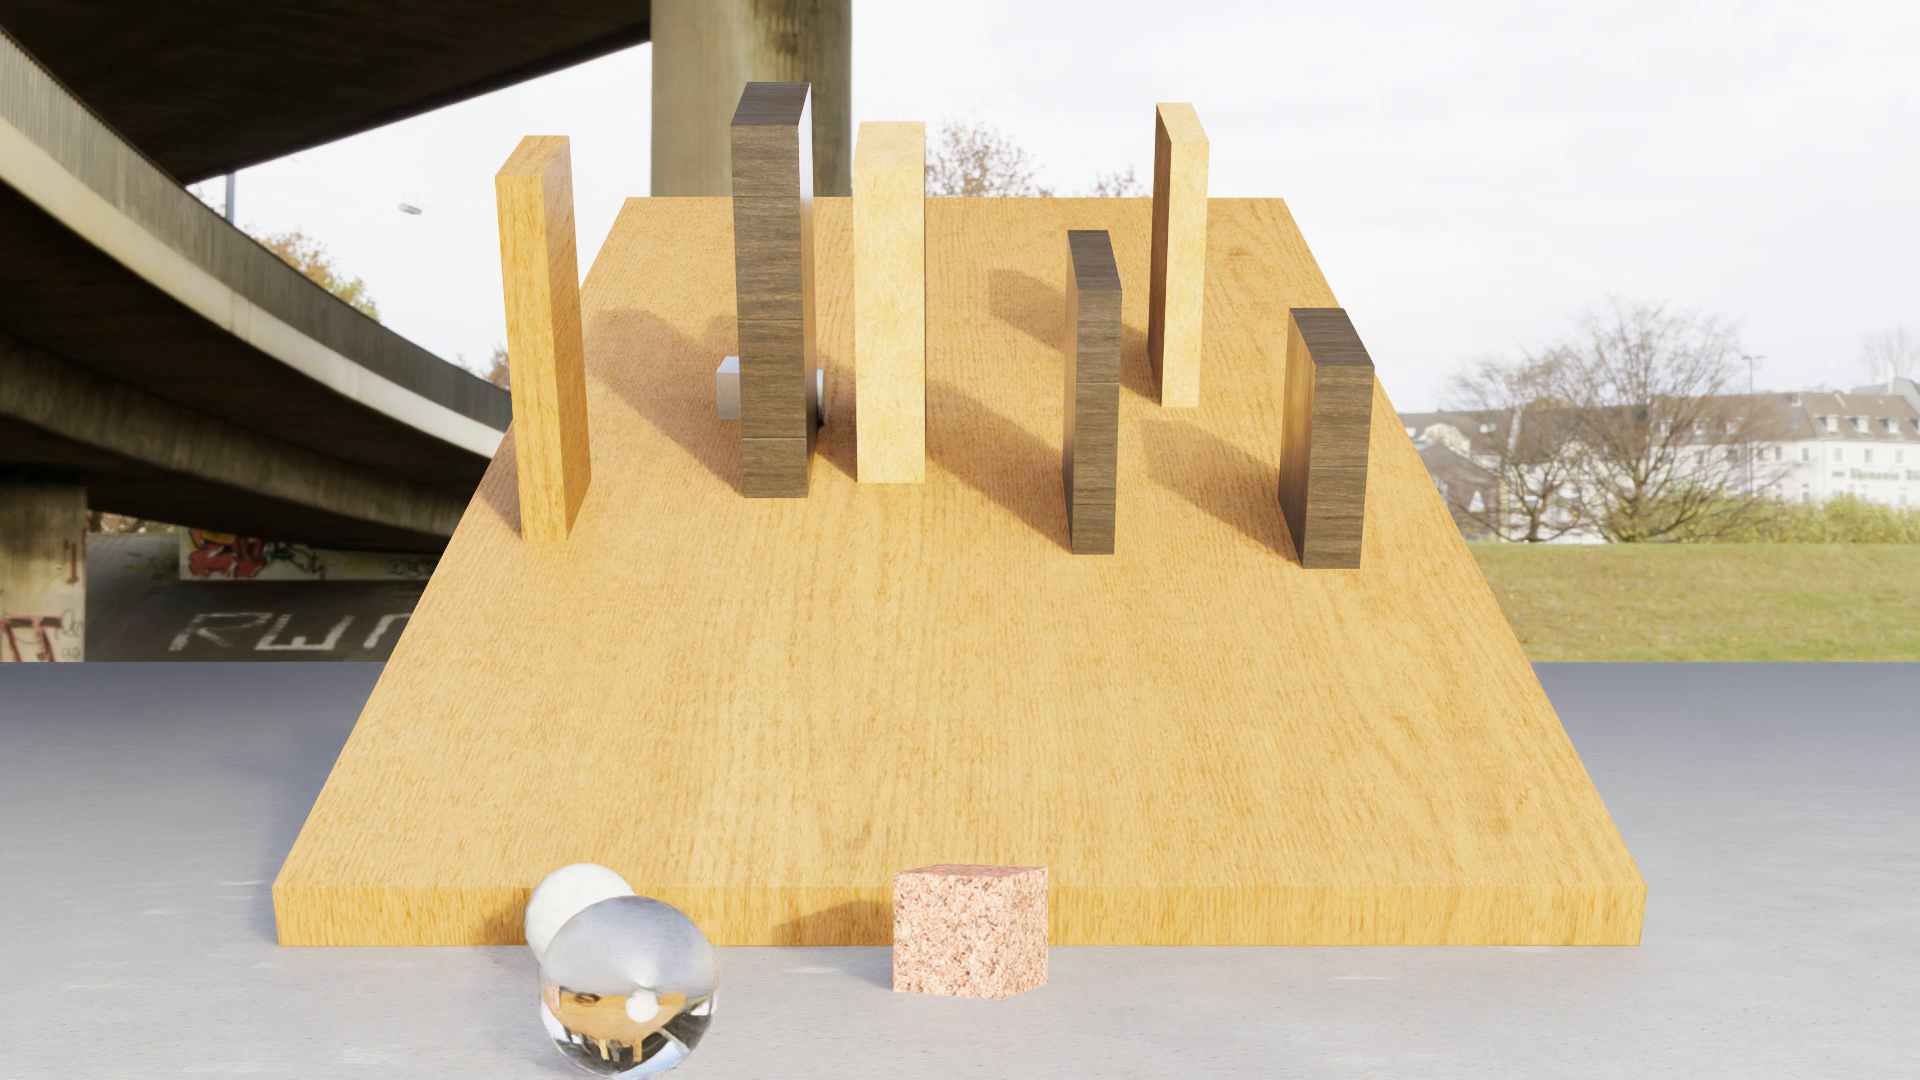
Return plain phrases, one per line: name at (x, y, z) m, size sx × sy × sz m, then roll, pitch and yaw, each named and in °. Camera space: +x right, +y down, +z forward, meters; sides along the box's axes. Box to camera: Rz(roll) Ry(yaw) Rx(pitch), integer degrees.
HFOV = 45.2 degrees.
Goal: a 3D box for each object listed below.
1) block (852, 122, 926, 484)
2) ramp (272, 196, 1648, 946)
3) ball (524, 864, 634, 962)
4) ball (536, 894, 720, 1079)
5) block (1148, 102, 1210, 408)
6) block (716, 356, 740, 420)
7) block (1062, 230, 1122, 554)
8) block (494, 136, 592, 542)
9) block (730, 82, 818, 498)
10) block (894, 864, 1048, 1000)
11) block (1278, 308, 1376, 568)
block at (-0.144, -0.508, 4.892) m, size 0.141 × 0.676 × 0.400 m, roll 0°, pitch 23°, yaw 0°
ramp at (-0.007, -0.225, 5.219) m, size 2.000 × 0.100 × 4.000 m, roll 0°, pitch 23°, yaw 0°
ball at (-0.499, 0.504, 3.051) m, size 0.152 × 0.152 × 0.152 m, roll 0°, pitch -3°, yaw 0°
ball at (-0.335, 0.452, 2.338) m, size 0.184 × 0.184 × 0.184 m, roll 0°, pitch -3°, yaw 0°
block at (0.503, -0.667, 5.354) m, size 0.083 × 0.612 × 0.417 m, roll 0°, pitch 23°, yaw 0°
block at (-0.484, -0.343, 5.224) m, size 0.112 × 0.112 × 0.112 m, roll 3°, pitch 23°, yaw 6°
block at (0.259, -0.300, 4.582) m, size 0.083 × 0.533 × 0.427 m, roll 0°, pitch 23°, yaw 0°
block at (-0.817, -0.400, 4.558) m, size 0.088 × 0.732 × 0.335 m, roll 0°, pitch 23°, yaw 0°
block at (-0.379, -0.523, 4.797) m, size 0.132 × 0.775 × 0.410 m, roll 0°, pitch 23°, yaw 0°
block at (0.015, 0.501, 2.973) m, size 0.150 × 0.150 × 0.150 m, roll -1°, pitch -3°, yaw 24°
block at (0.712, -0.204, 4.517) m, size 0.110 × 0.409 × 0.366 m, roll 0°, pitch 23°, yaw 0°
